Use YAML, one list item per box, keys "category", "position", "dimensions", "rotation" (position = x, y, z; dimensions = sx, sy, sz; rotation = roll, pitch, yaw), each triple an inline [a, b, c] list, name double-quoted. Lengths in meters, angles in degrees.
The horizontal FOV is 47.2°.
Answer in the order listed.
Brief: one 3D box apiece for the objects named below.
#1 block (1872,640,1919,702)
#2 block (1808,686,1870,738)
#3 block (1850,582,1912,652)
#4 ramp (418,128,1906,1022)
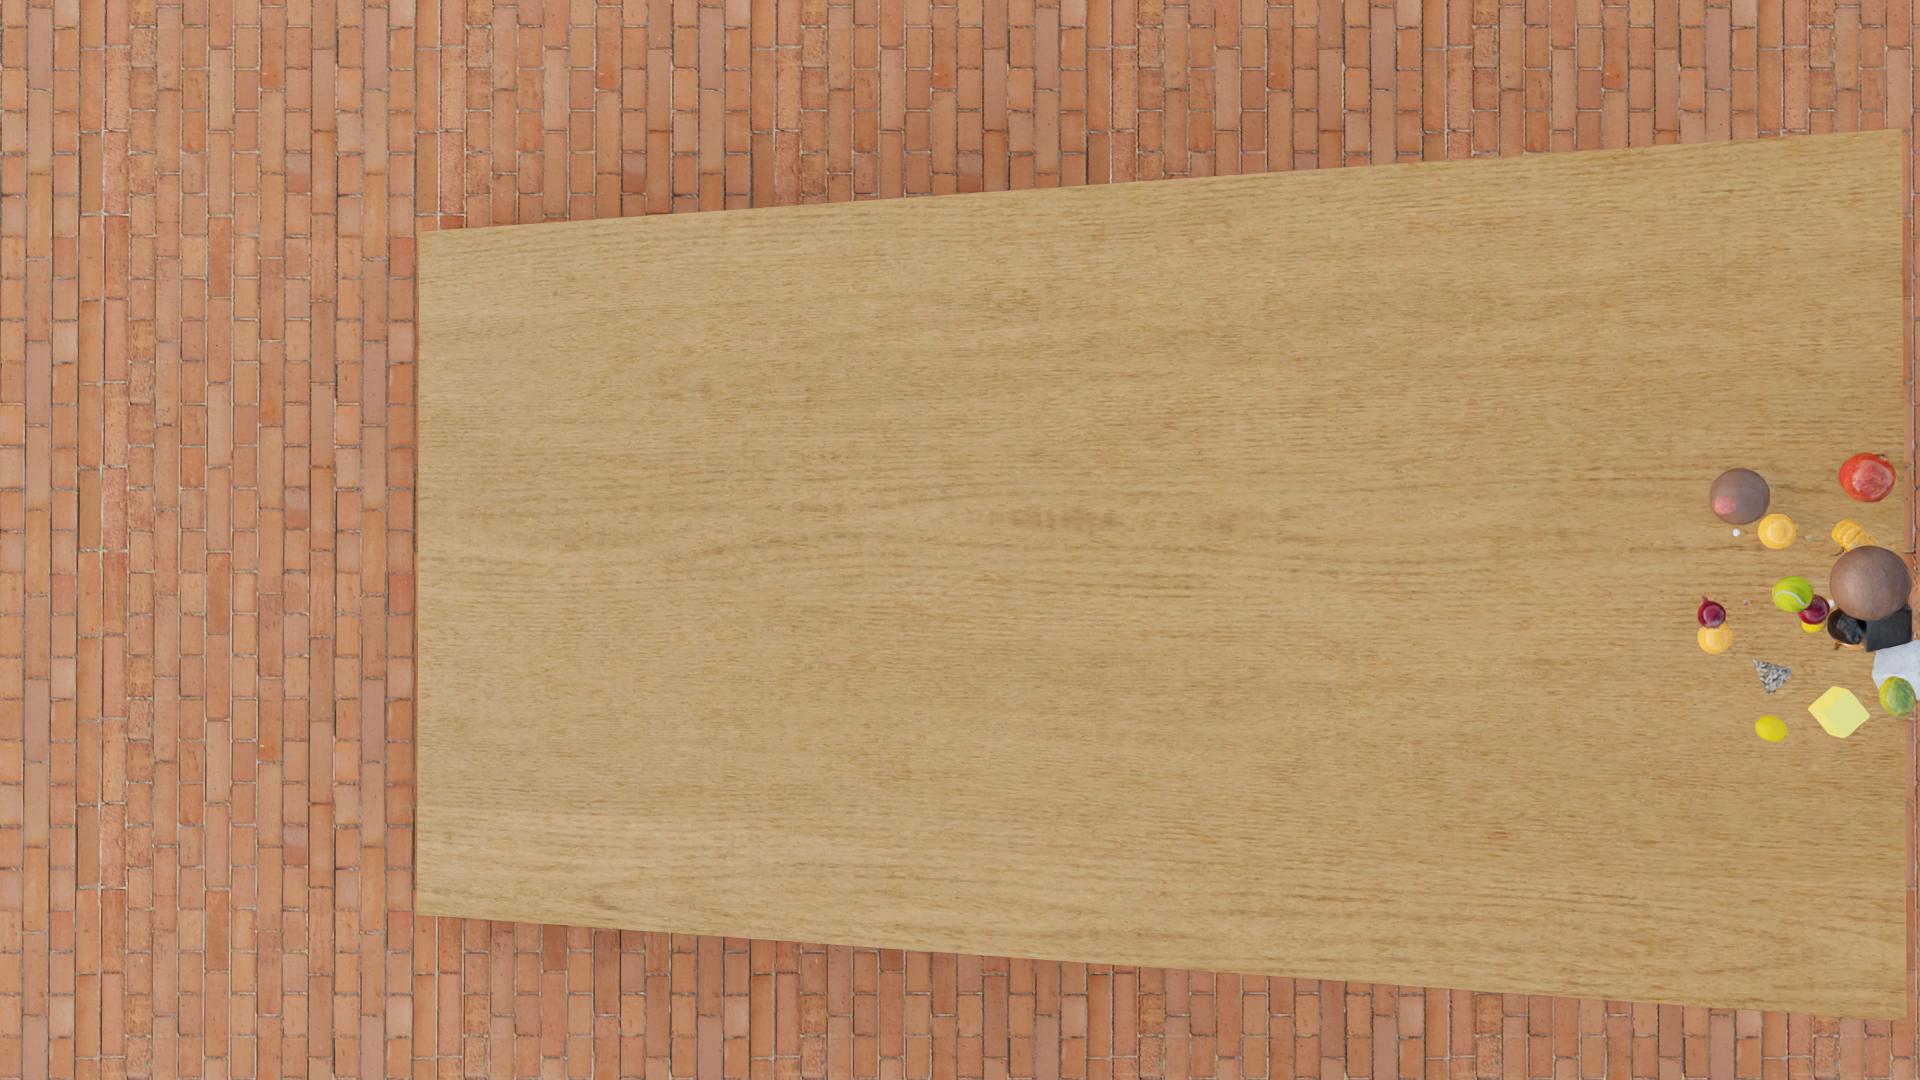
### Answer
- category: "block"
  position: [1.729, 0.240, 4.029]
  dimensions: [0.079, 0.079, 0.079]
  rotation: [51, 48, -32]
- category: "block"
  position: [1.854, 0.363, 4.637]
  dimensions: [0.073, 0.073, 0.073]
  rotation: [-41, 94, -1]
- category: "block"
  position: [1.685, 0.141, 4.024]
  dimensions: [0.081, 0.081, 0.081]
  rotation: [-14, 127, 7]
- category: "ramp"
  position: [0.283, 0.086, 5.729]
  dimensions: [4.000, 0.100, 2.000]
  rotation: [0, 89, 22]
